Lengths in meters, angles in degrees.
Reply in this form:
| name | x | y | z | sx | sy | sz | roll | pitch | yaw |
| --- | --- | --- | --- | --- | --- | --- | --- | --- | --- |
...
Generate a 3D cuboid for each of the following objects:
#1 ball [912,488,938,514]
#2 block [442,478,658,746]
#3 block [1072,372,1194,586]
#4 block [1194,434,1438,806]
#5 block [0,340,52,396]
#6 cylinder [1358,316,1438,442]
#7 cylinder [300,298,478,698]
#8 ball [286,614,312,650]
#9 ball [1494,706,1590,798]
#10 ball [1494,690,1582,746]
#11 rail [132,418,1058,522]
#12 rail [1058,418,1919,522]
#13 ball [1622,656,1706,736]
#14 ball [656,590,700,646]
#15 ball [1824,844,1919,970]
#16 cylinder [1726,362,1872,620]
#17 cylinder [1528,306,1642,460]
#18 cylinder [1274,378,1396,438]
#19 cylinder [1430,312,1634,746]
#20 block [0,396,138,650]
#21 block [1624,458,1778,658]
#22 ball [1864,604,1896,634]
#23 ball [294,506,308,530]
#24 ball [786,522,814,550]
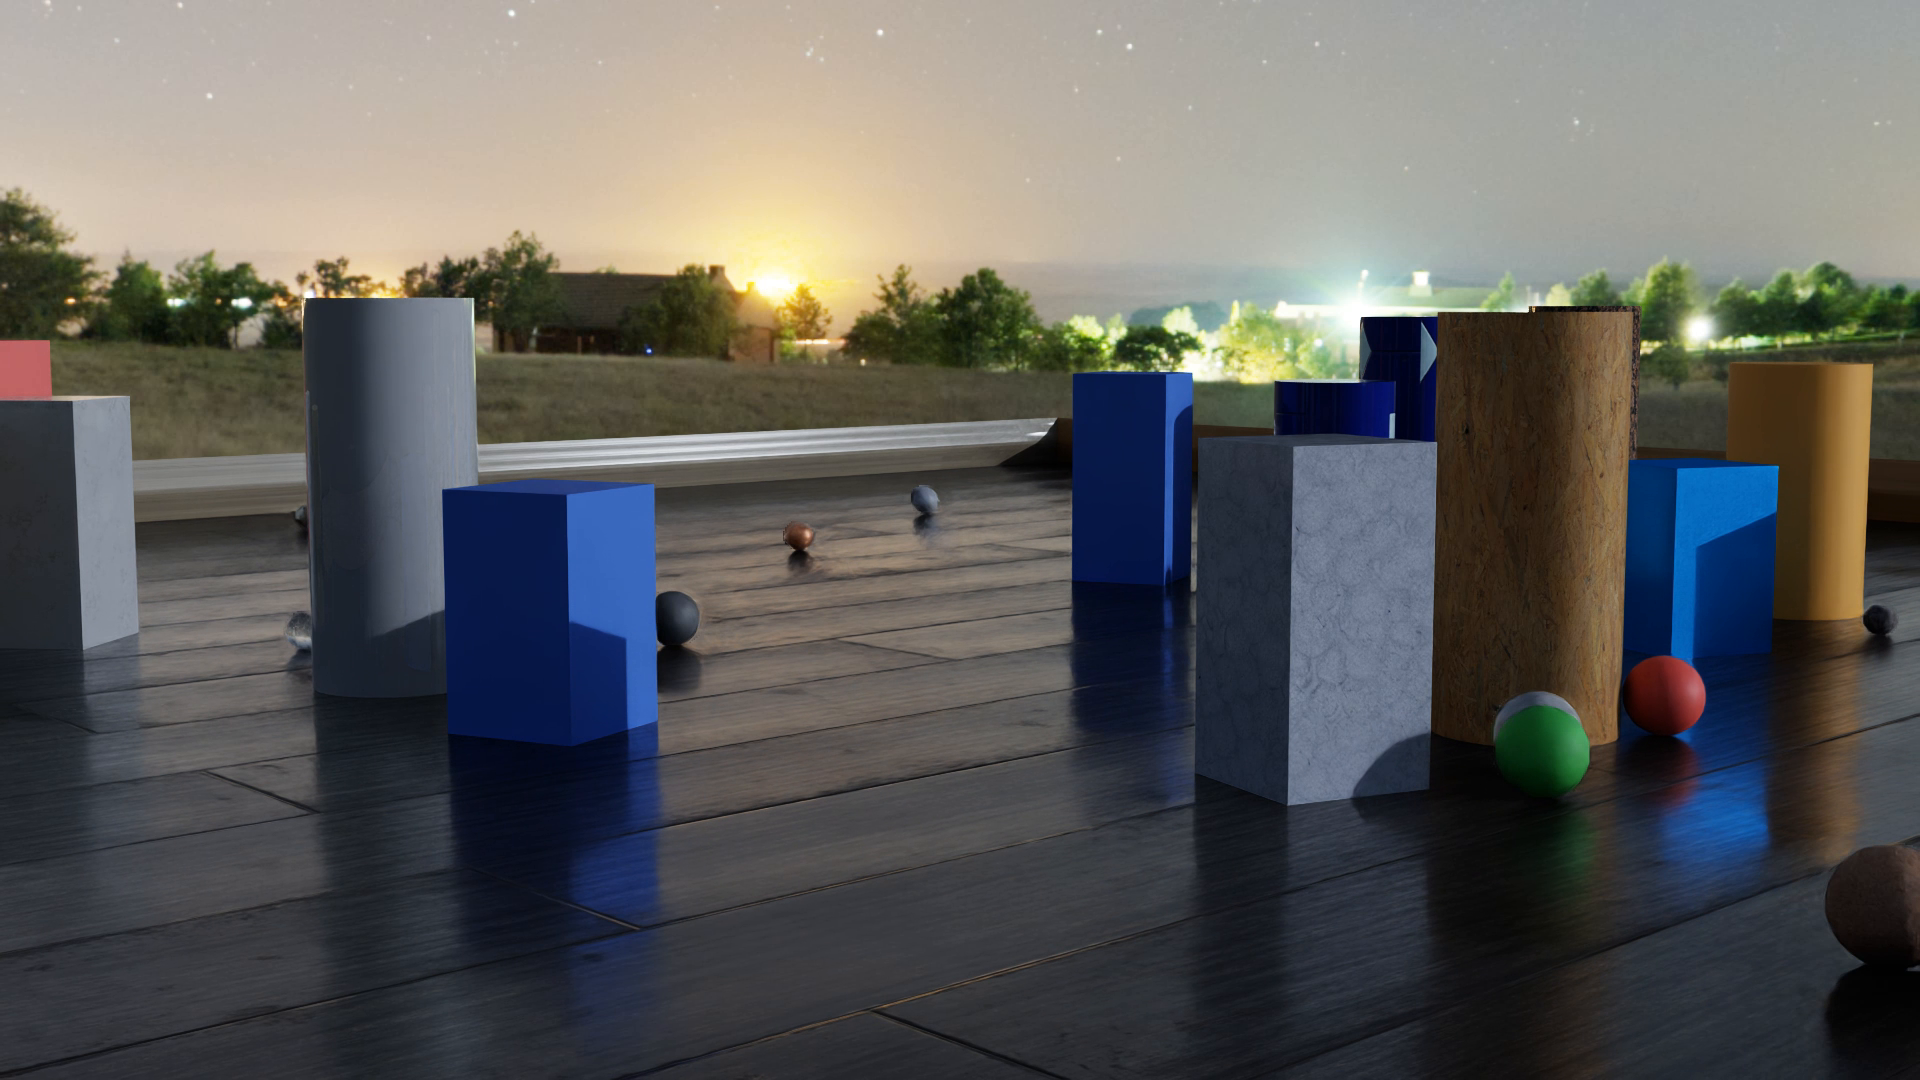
| name | x | y | z | sx | sy | sz | roll | pitch | yaw |
| --- | --- | --- | --- | --- | --- | --- | --- | --- | --- |
| ball | -0.076 | -0.087 | 4.843 | 0.057 | 0.057 | 0.057 | 0 | 6 | 0 |
| block | -0.435 | 0.072 | 2.346 | 0.158 | 0.259 | 0.158 | 3 | 7 | 26 |
| block | 0.288 | -0.107 | 3.663 | 0.158 | 0.342 | 0.158 | 2 | 6 | 22 |
| block | 0.333 | 0.067 | 2.073 | 0.158 | 0.324 | 0.158 | -3 | 7 | -26 |
| block | -1.693 | -0.150 | 3.828 | 0.158 | 0.393 | 0.158 | 5 | 8 | 39 |
| cylinder | 0.891 | -0.227 | 4.370 | 0.198 | 0.433 | 0.198 | 0 | 6 | 0 |
| cylinder | -0.673 | -0.056 | 2.612 | 0.198 | 0.459 | 0.198 | 0 | 6 | 0 |
| ball | -0.863 | 0.120 | 2.898 | 0.048 | 0.048 | 0.048 | 0 | 6 | 0 |
| ball | 0.534 | 0.194 | 2.015 | 0.085 | 0.085 | 0.085 | 0 | 6 | 0 |
| ball | 0.552 | 0.186 | 2.100 | 0.083 | 0.083 | 0.083 | 0 | 6 | 0 |
| rail | -1.434 | -0.128 | 4.877 | 4.727 | 0.129 | 0.045 | -5 | 8 | -42 |
| rail | 1.720 | -0.131 | 4.910 | 0.045 | 0.129 | 4.277 | -5 | 8 | -42 |
| ball | 0.740 | 0.163 | 2.311 | 0.084 | 0.084 | 0.084 | 0 | 6 | 0 |
| ball | -0.383 | 0.104 | 2.931 | 0.073 | 0.073 | 0.073 | 0 | 6 | 0 |
| ball | 0.632 | 0.249 | 1.494 | 0.084 | 0.084 | 0.084 | 0 | 6 | 0 |
| cylinder | 1.236 | -0.077 | 3.252 | 0.198 | 0.367 | 0.198 | 0 | 6 | 0 |
| cylinder | 1.130 | -0.198 | 4.002 | 0.198 | 0.453 | 0.198 | 0 | 6 | 0 |
| cylinder | 0.619 | -0.099 | 3.648 | 0.198 | 0.329 | 0.198 | 0 | 6 | 0 |
| cylinder | 0.600 | -0.018 | 2.318 | 0.198 | 0.443 | 0.198 | 0 | 6 | 0 |
| block | -1.226 | -0.027 | 2.964 | 0.158 | 0.328 | 0.158 | 1 | 6 | 5 |
| block | 0.958 | 0.020 | 2.907 | 0.158 | 0.245 | 0.158 | -2 | 6 | -20 |
| ball | 1.267 | 0.110 | 3.028 | 0.042 | 0.042 | 0.042 | 0 | 6 | 0 |
| ball | -1.325 | -0.045 | 4.470 | 0.052 | 0.052 | 0.052 | 0 | 6 | 0 |
| ball | -0.299 | -0.007 | 4.105 | 0.051 | 0.051 | 0.051 | 0 | 6 | 0 |
